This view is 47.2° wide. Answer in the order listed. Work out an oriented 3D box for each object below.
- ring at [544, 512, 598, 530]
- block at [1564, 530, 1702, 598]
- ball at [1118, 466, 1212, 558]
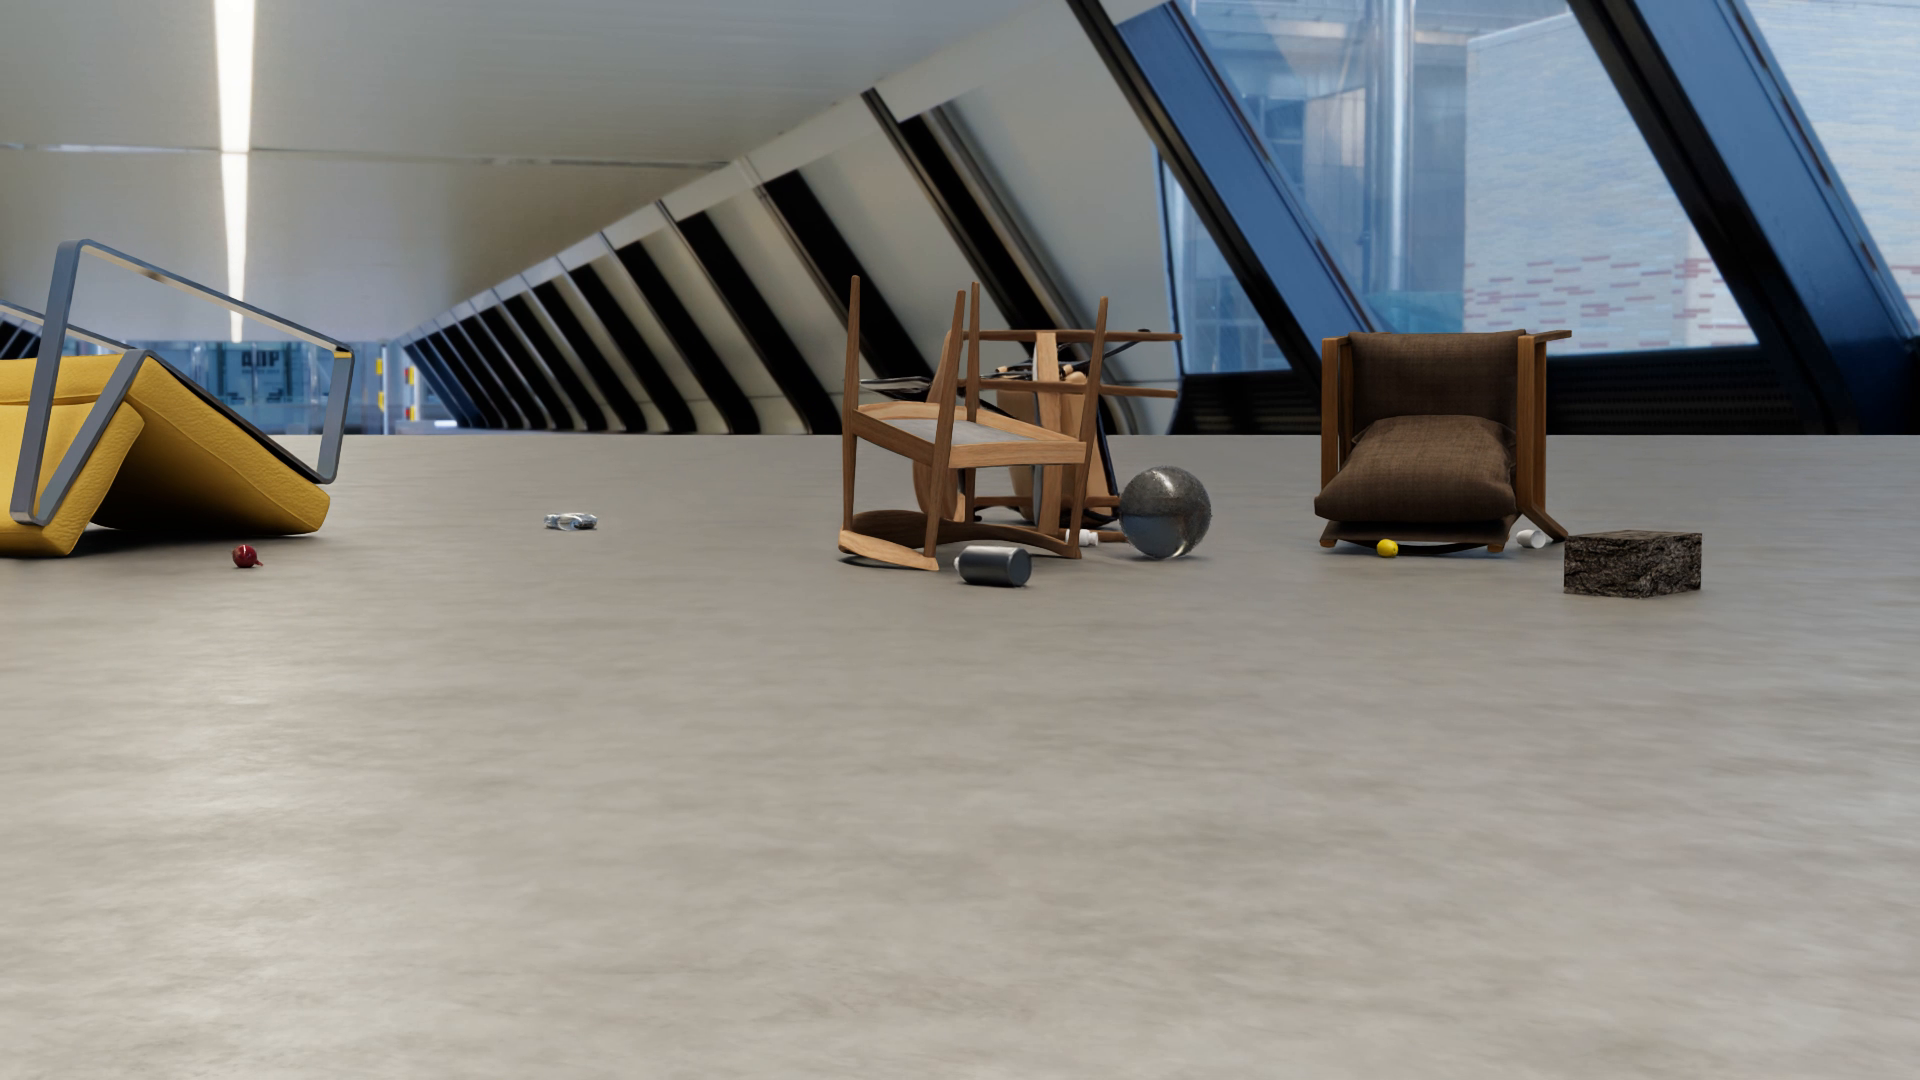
[{"bbox_3d":[-1.254,-0.060,7.076,0.152,0.048,0.257,-4,5,-33],"label":"ring"},{"bbox_3d":[1.493,0.051,4.876,0.177,0.127,0.298,4,5,43],"label":"block"},{"bbox_3d":[0.544,-0.074,5.829,0.246,0.246,0.246,0,4,0],"label":"ball"}]
